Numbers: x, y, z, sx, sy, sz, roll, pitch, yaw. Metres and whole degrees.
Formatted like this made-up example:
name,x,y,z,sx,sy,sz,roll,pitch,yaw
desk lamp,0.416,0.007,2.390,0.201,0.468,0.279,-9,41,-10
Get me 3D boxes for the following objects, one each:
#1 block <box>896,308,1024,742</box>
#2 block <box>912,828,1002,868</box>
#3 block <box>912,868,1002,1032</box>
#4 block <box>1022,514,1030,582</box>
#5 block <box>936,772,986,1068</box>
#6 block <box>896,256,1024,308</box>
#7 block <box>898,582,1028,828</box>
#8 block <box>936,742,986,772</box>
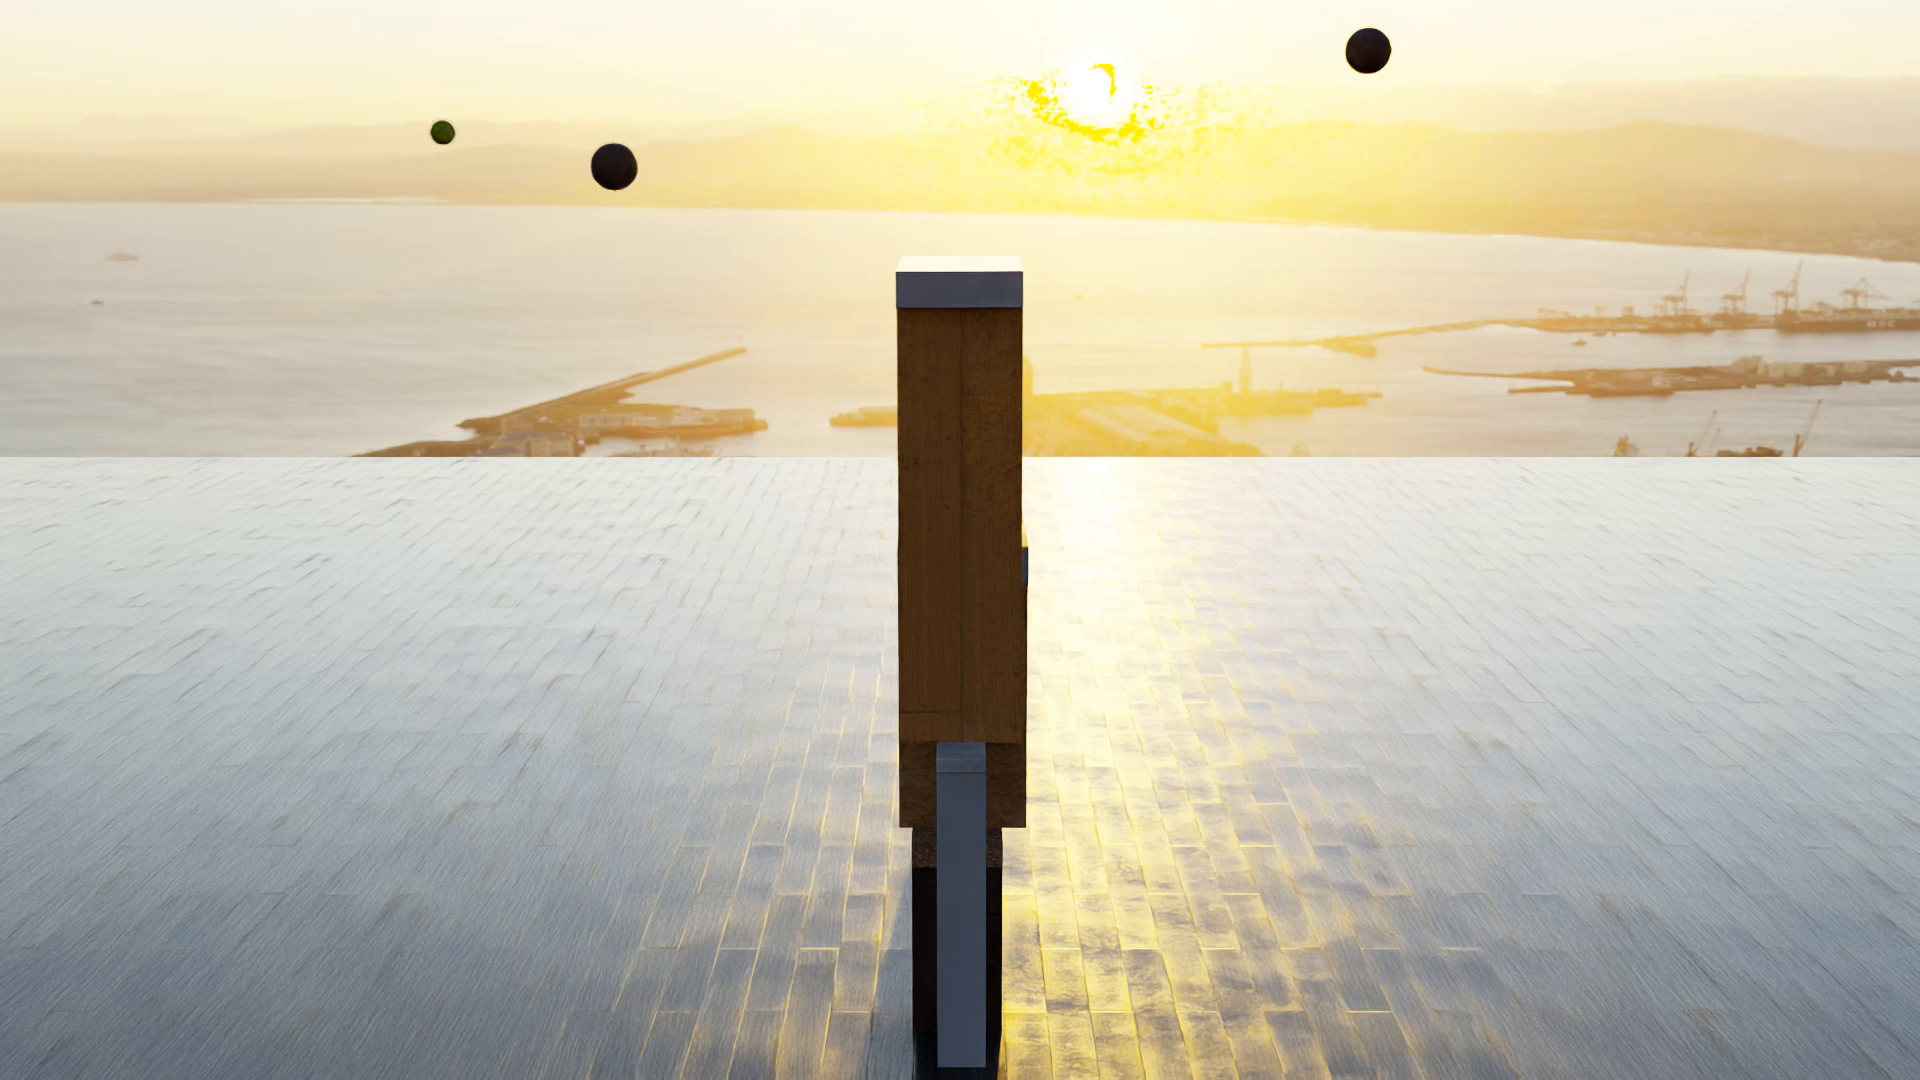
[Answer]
name,x,y,z,sx,sy,sz,roll,pitch,yaw
block,0.000,-0.021,2.946,0.165,0.589,0.047,0,10,0
block,-0.004,0.411,3.154,0.126,0.036,0.252,0,11,0
block,-0.004,0.568,3.098,0.126,0.252,0.036,0,11,0
block,0.004,0.001,3.164,0.179,0.051,0.358,0,11,0
block,0.002,0.509,2.959,0.066,0.419,0.019,0,11,0
block,0.000,-0.354,2.996,0.165,0.047,0.330,0,11,0
block,0.004,0.224,3.084,0.179,0.358,0.051,0,10,0
block,0.002,0.286,2.962,0.066,0.019,0.131,0,10,0
